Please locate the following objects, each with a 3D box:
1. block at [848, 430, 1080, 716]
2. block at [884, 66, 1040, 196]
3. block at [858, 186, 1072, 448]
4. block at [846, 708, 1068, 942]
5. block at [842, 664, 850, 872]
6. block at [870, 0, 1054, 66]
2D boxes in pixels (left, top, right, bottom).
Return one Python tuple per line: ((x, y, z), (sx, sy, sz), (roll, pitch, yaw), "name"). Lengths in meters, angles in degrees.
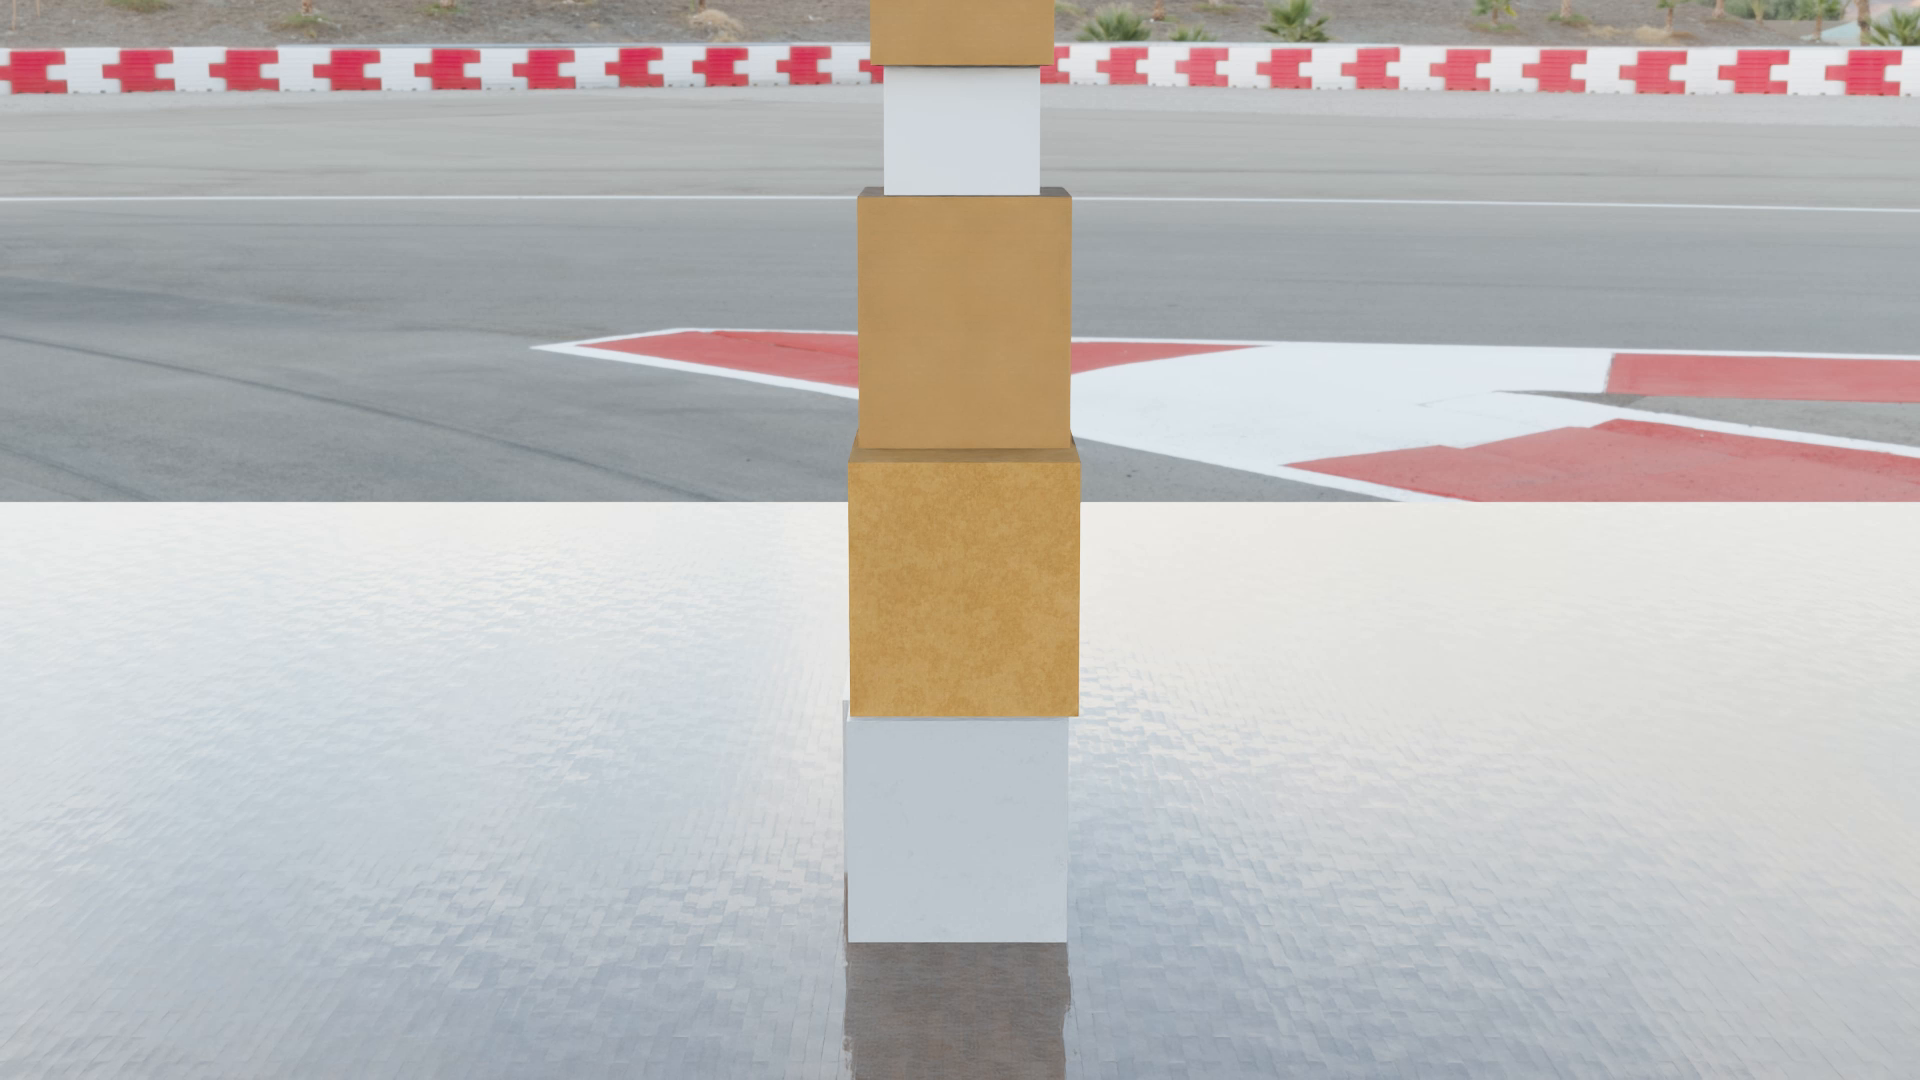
((0.018, 0.115, 10.812), (0.930, 1.043, 0.997), (0, 10, 0), "block")
((0.008, -1.742, 10.864), (0.642, 0.528, 0.635), (0, 10, 0), "block")
((0.019, -0.974, 11.003), (0.874, 1.033, 0.972), (0, 10, 0), "block")
((-0.009, 1.107, 10.876), (0.895, 0.931, 0.921), (0, 10, 0), "block")
((-0.020, 1.004, 11.836), (0.996, 0.790, 0.986), (0, 10, 0), "block")
((0.009, -2.341, 10.755), (0.744, 0.690, 0.840), (0, 10, 0), "block")
